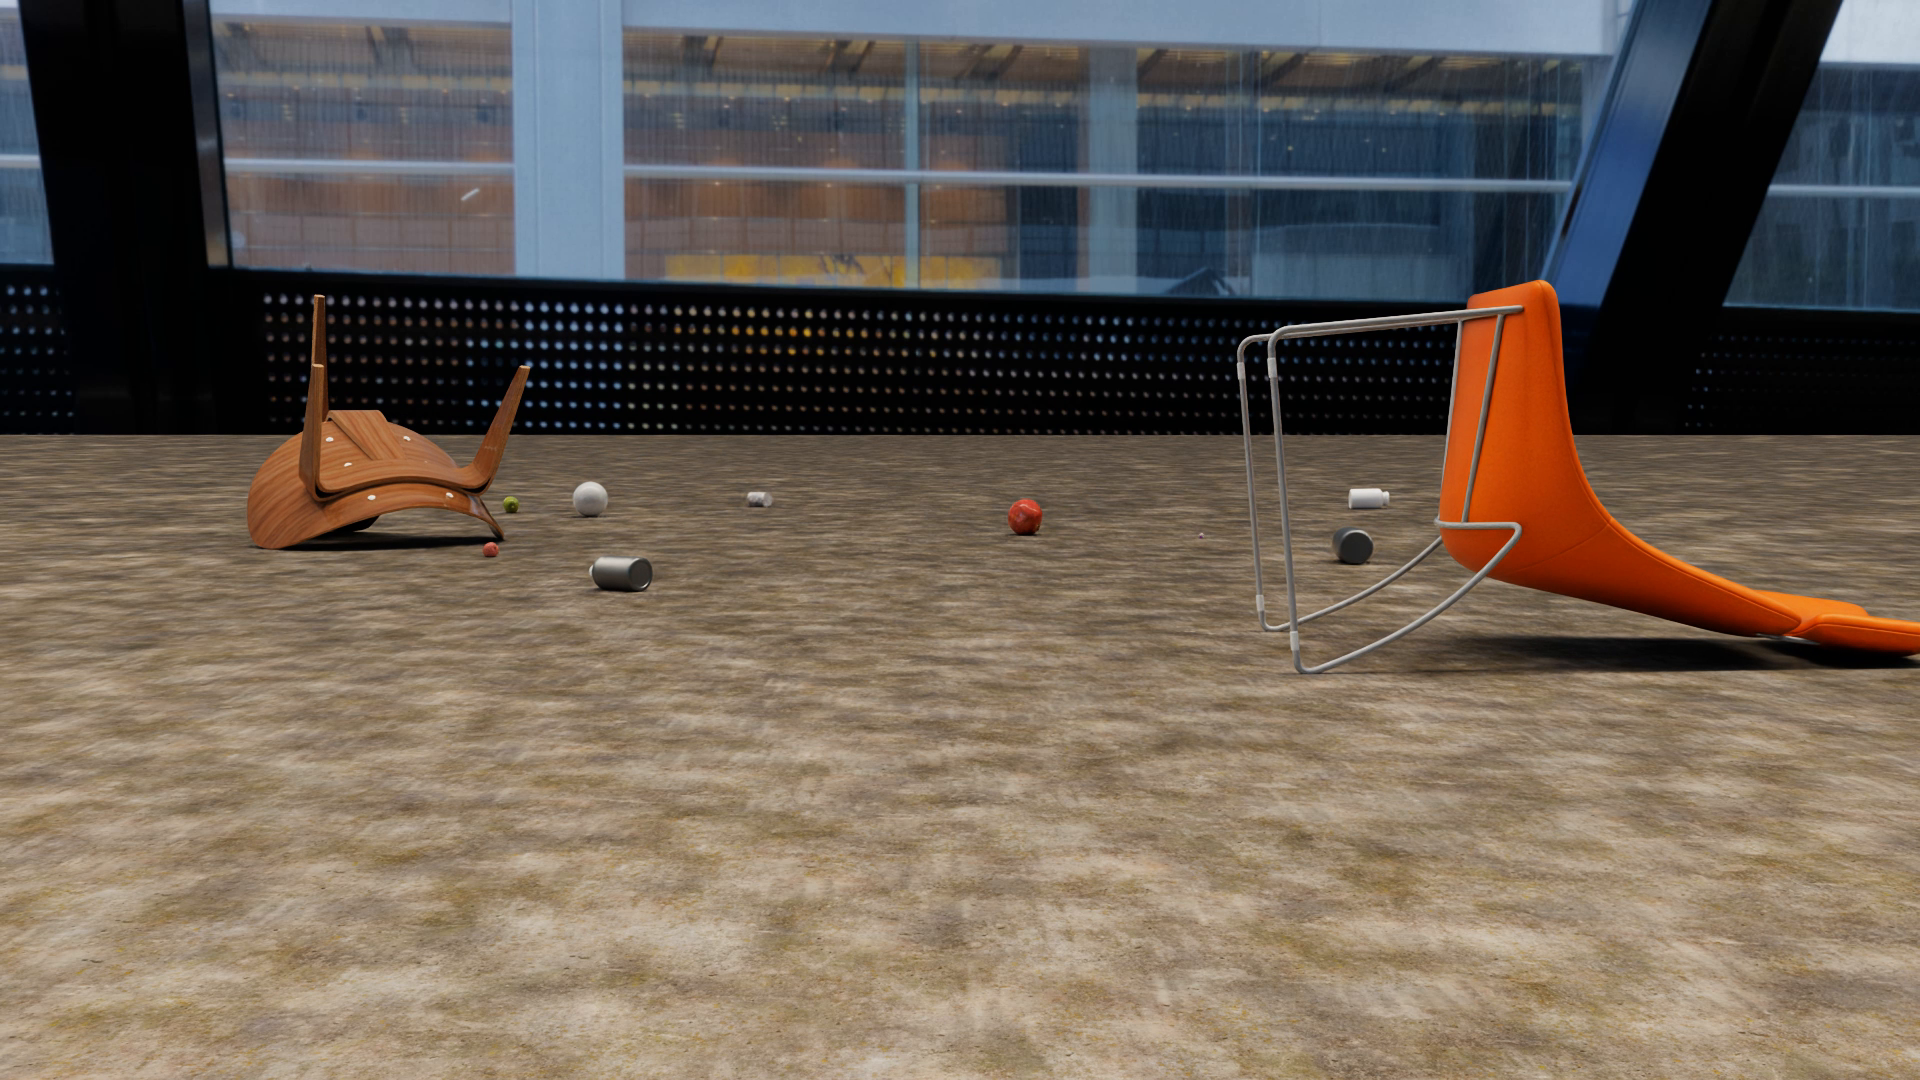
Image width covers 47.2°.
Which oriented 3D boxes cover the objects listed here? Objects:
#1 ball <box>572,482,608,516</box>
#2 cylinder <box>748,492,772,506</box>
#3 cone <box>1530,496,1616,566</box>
[{"bbox_3d":[-1.298,-0.143,7.726,0.124,0.124,0.124,0,4,0],"label":"ball"},{"bbox_3d":[-0.765,-0.153,8.398,0.071,0.052,0.066,-8,-12,32],"label":"cylinder"},{"bbox_3d":[1.532,0.019,5.623,0.189,0.197,0.237,-29,-3,-9],"label":"cone"}]
